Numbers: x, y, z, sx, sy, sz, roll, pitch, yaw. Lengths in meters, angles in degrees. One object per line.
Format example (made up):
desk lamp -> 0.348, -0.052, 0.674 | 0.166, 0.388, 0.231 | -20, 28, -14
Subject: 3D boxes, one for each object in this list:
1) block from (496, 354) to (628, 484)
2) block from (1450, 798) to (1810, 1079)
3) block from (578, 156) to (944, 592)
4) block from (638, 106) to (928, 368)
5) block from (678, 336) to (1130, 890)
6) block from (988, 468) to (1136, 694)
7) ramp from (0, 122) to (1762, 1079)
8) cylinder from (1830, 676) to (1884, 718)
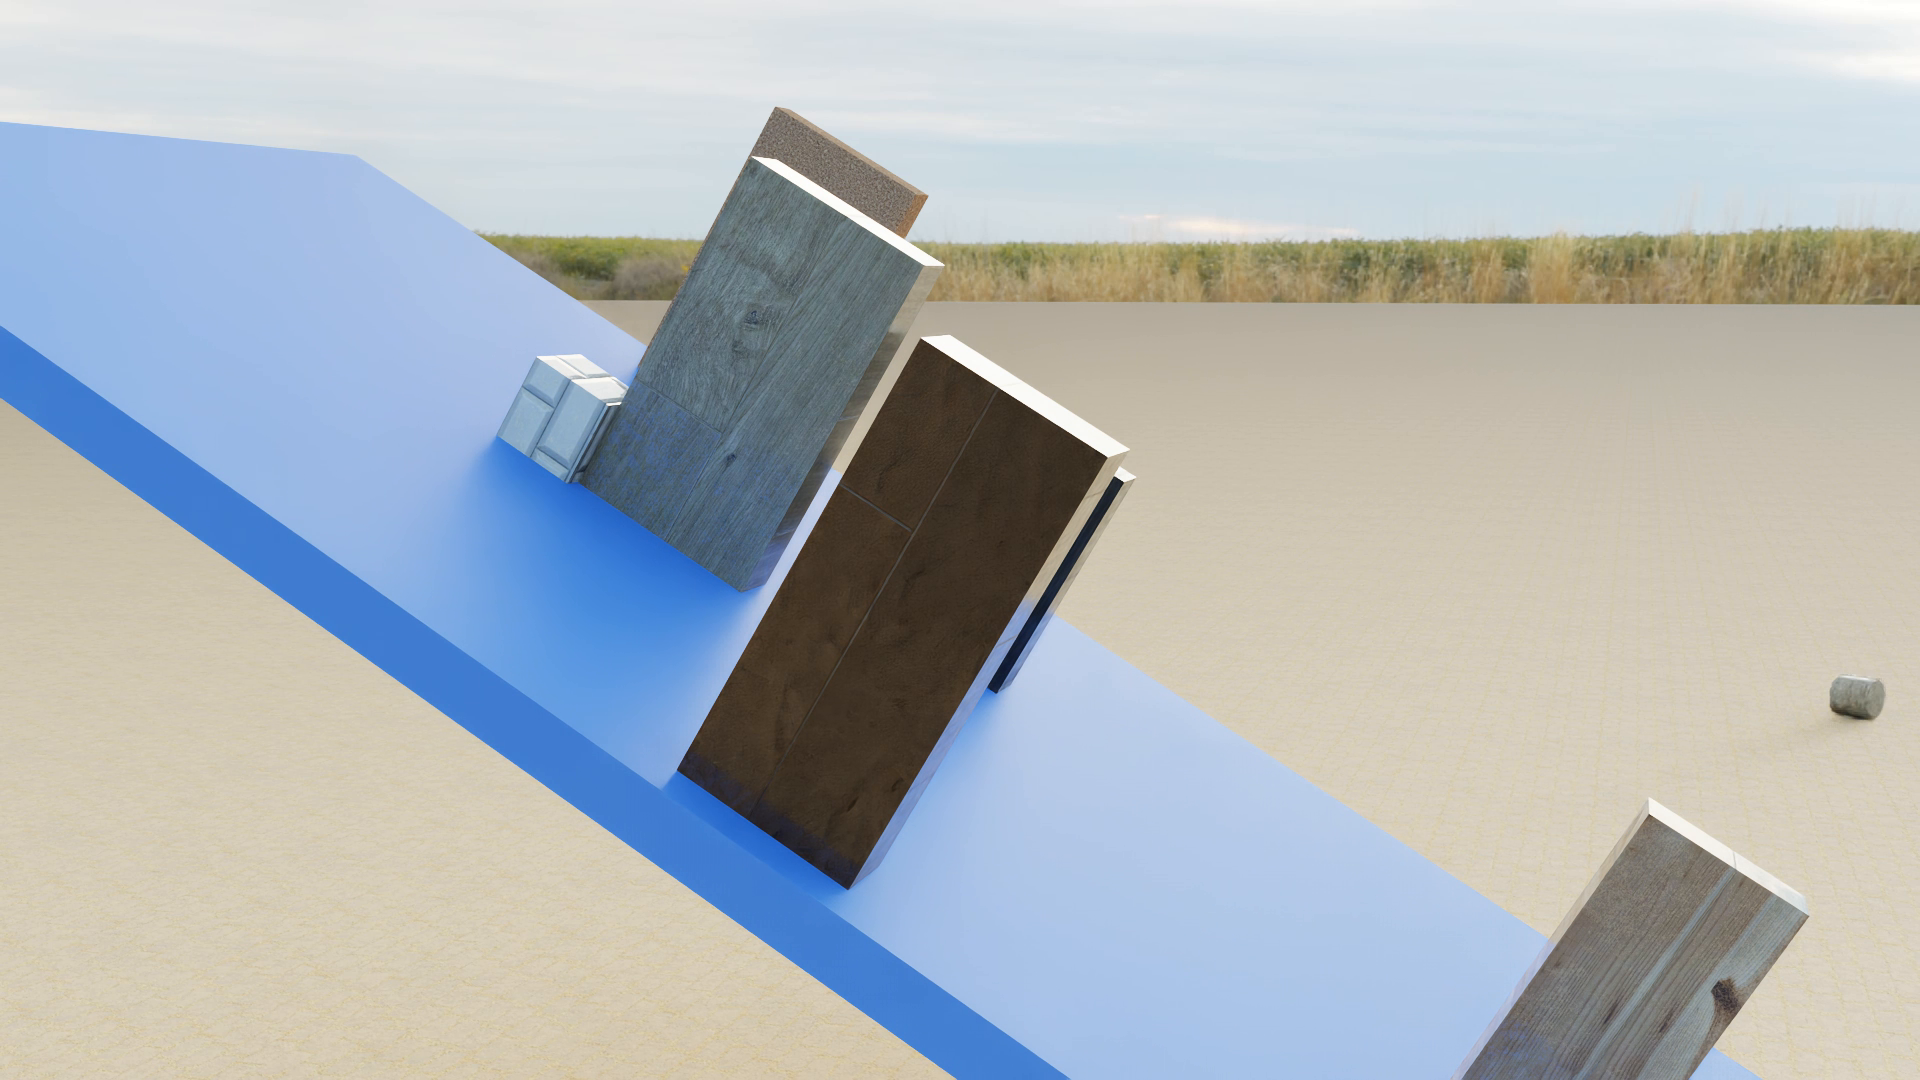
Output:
block -> -0.735, -0.232, 4.184 | 0.172, 0.172, 0.172 | 34, 15, 12
block -> 1.048, 0.749, 3.511 | 0.278, 0.616, 0.113 | 33, 15, 11
block -> -0.373, -0.304, 4.077 | 0.381, 0.700, 0.121 | 33, 15, 11
block -> -0.406, -0.584, 4.984 | 0.385, 0.678, 0.089 | 33, 15, 11
block -> -0.088, 0.105, 3.185 | 0.312, 0.743, 0.135 | 33, 15, 11
block -> 0.059, -0.008, 4.341 | 0.364, 0.495, 0.105 | 33, 15, 11
ramp -> -0.170, 0.281, 4.121 | 4.000, 0.100, 2.000 | 33, 15, 11
cylinder -> 3.770, 0.659, 9.243 | 0.162, 0.162, 0.162 | -6, 9, -42
